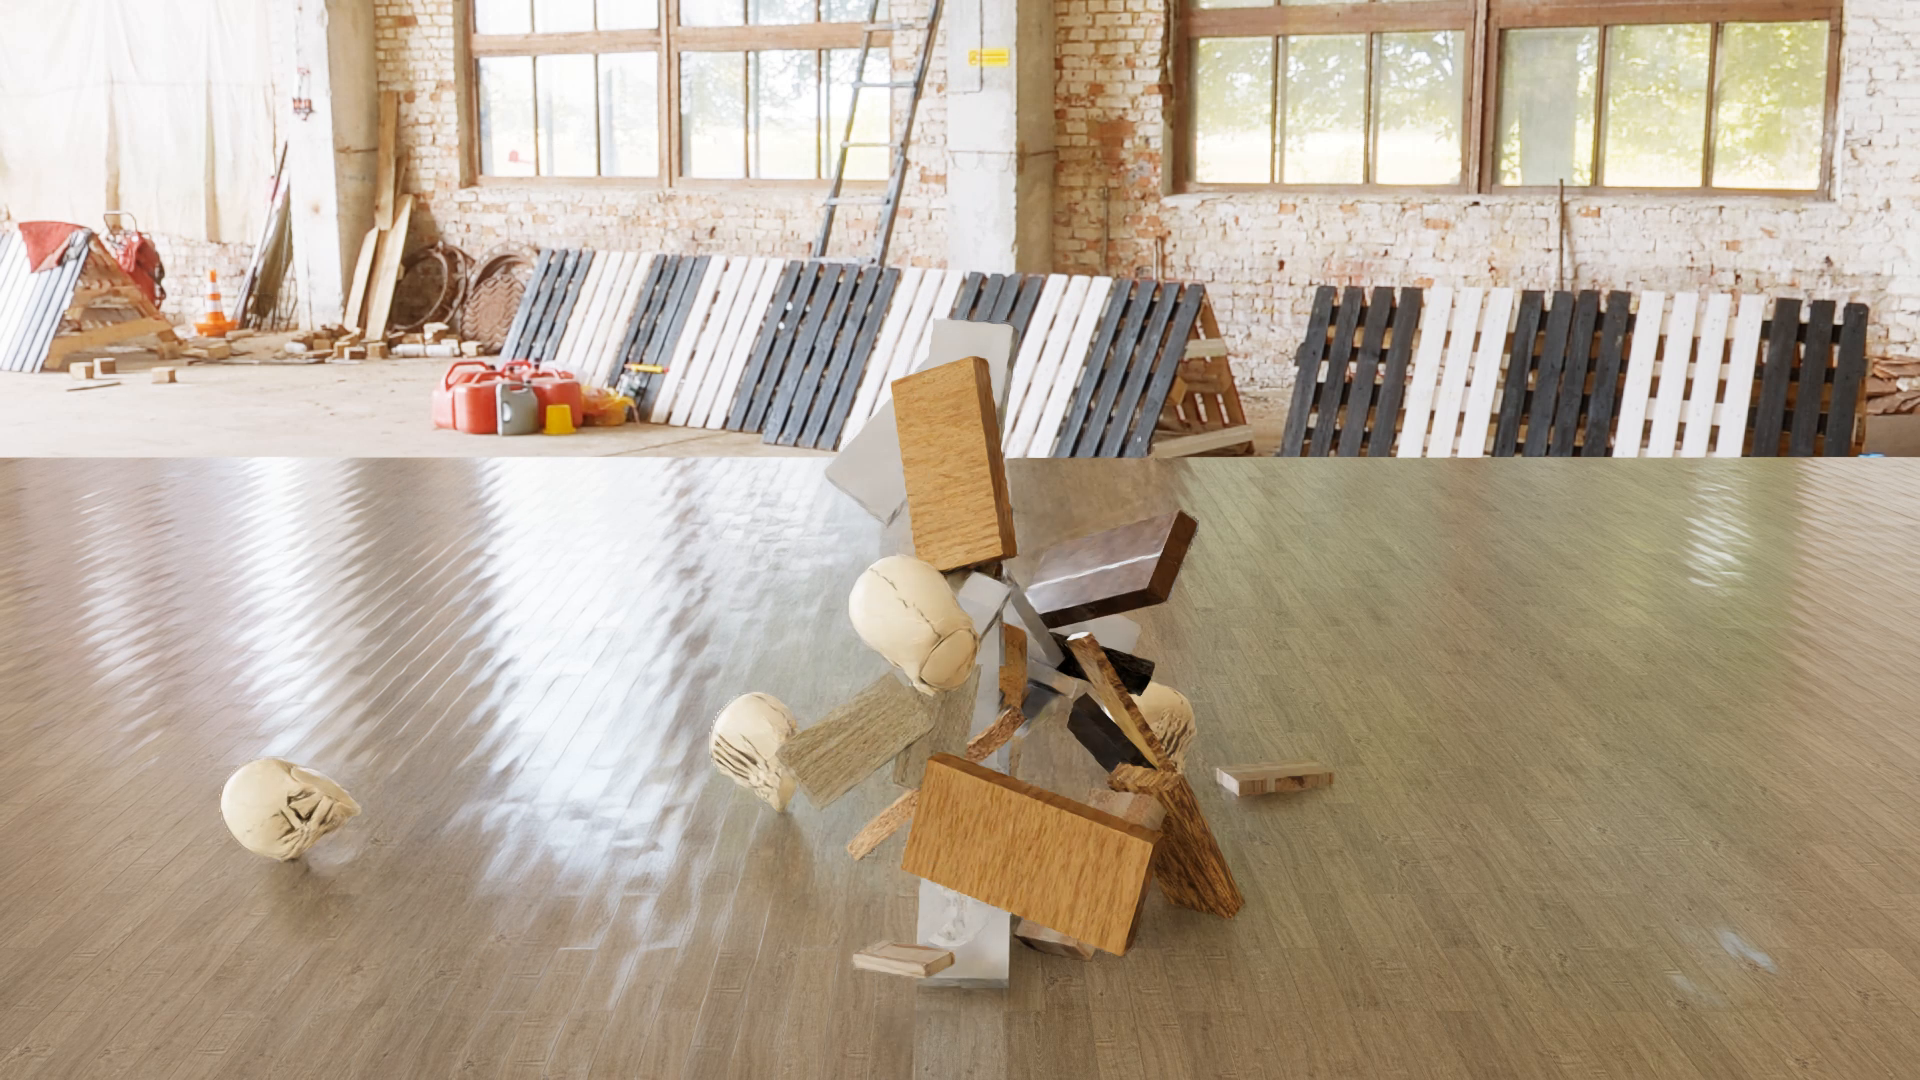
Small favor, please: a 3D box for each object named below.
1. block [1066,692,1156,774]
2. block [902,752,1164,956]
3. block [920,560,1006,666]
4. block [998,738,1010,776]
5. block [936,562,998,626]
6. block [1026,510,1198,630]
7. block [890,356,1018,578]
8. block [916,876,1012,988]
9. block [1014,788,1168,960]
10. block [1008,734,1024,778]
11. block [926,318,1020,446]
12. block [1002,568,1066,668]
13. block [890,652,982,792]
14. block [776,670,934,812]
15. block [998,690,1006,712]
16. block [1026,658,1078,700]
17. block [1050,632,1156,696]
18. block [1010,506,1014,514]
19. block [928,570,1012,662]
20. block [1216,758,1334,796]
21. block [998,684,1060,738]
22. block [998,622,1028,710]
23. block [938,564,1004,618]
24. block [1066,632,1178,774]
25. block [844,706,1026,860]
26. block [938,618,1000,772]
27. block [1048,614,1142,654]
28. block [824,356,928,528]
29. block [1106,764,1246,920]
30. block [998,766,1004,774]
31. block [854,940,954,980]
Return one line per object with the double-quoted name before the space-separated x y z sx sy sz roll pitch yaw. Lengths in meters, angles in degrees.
"block" 0.252 0.344 3.581 0.027 0.095 0.190 -34 68 -23
"block" 0.087 0.387 2.729 0.303 0.152 0.043 19 15 19
"block" 0.002 0.073 3.540 0.133 0.265 0.038 -2 18 1
"block" 0.015 0.447 3.730 0.124 0.247 0.035 5 -4 -5
"block" 0.011 0.079 3.321 0.067 0.134 0.019 10 -27 8
"block" 0.242 0.057 3.708 0.043 0.152 0.383 35 -26 -22
"block" -0.010 -0.109 3.300 0.152 0.303 0.043 -15 -11 32
"block" 0.009 0.537 3.322 0.137 0.274 0.039 1 -31 4
"block" 0.204 0.516 3.421 0.137 0.039 0.275 0 51 49
"block" 0.037 0.410 3.900 0.124 0.247 0.035 13 -7 -6
"block" 0.007 -0.214 3.501 0.133 0.266 0.038 7 -5 17
"block" 0.090 0.127 3.747 0.030 0.211 0.105 -46 32 -21
"block" -0.035 0.275 3.270 0.100 0.200 0.028 11 -13 -3
"block" -0.145 0.278 3.048 0.200 0.100 0.028 -34 -10 -23
"block" 0.035 0.270 3.666 0.065 0.018 0.130 9 10 6
"block" 0.135 0.235 3.828 0.105 0.030 0.211 20 -5 15
"block" 0.233 0.216 3.853 0.202 0.029 0.101 16 -25 0
"block" 0.036 0.002 3.468 0.066 0.132 0.019 16 1 4
"block" 0.017 0.113 3.269 0.067 0.019 0.134 23 61 20
"block" 0.613 0.461 4.284 0.202 0.029 0.101 -3 11 -18
"block" 0.089 0.285 3.845 0.124 0.035 0.248 19 12 12
"block" 0.058 0.202 3.691 0.105 0.211 0.030 20 59 16
"block" 0.014 0.106 3.455 0.095 0.190 0.027 7 47 4
"block" 0.279 0.300 3.525 0.019 0.349 0.066 -34 8 -21
"block" -0.040 0.378 3.402 0.352 0.028 0.100 -41 -1 32
"block" 0.012 0.249 3.470 0.095 0.264 0.027 0 23 -2
"block" 0.239 0.169 4.201 0.202 0.101 0.029 25 -10 -10
"block" -0.080 -0.165 3.574 0.133 0.273 0.038 38 -12 15
"block" 0.346 0.482 3.520 0.137 0.275 0.039 5 41 46
"block" 0.013 0.383 3.550 0.105 0.030 0.210 -2 11 -9
"block" -0.080 0.594 3.118 0.132 0.019 0.066 0 10 40
